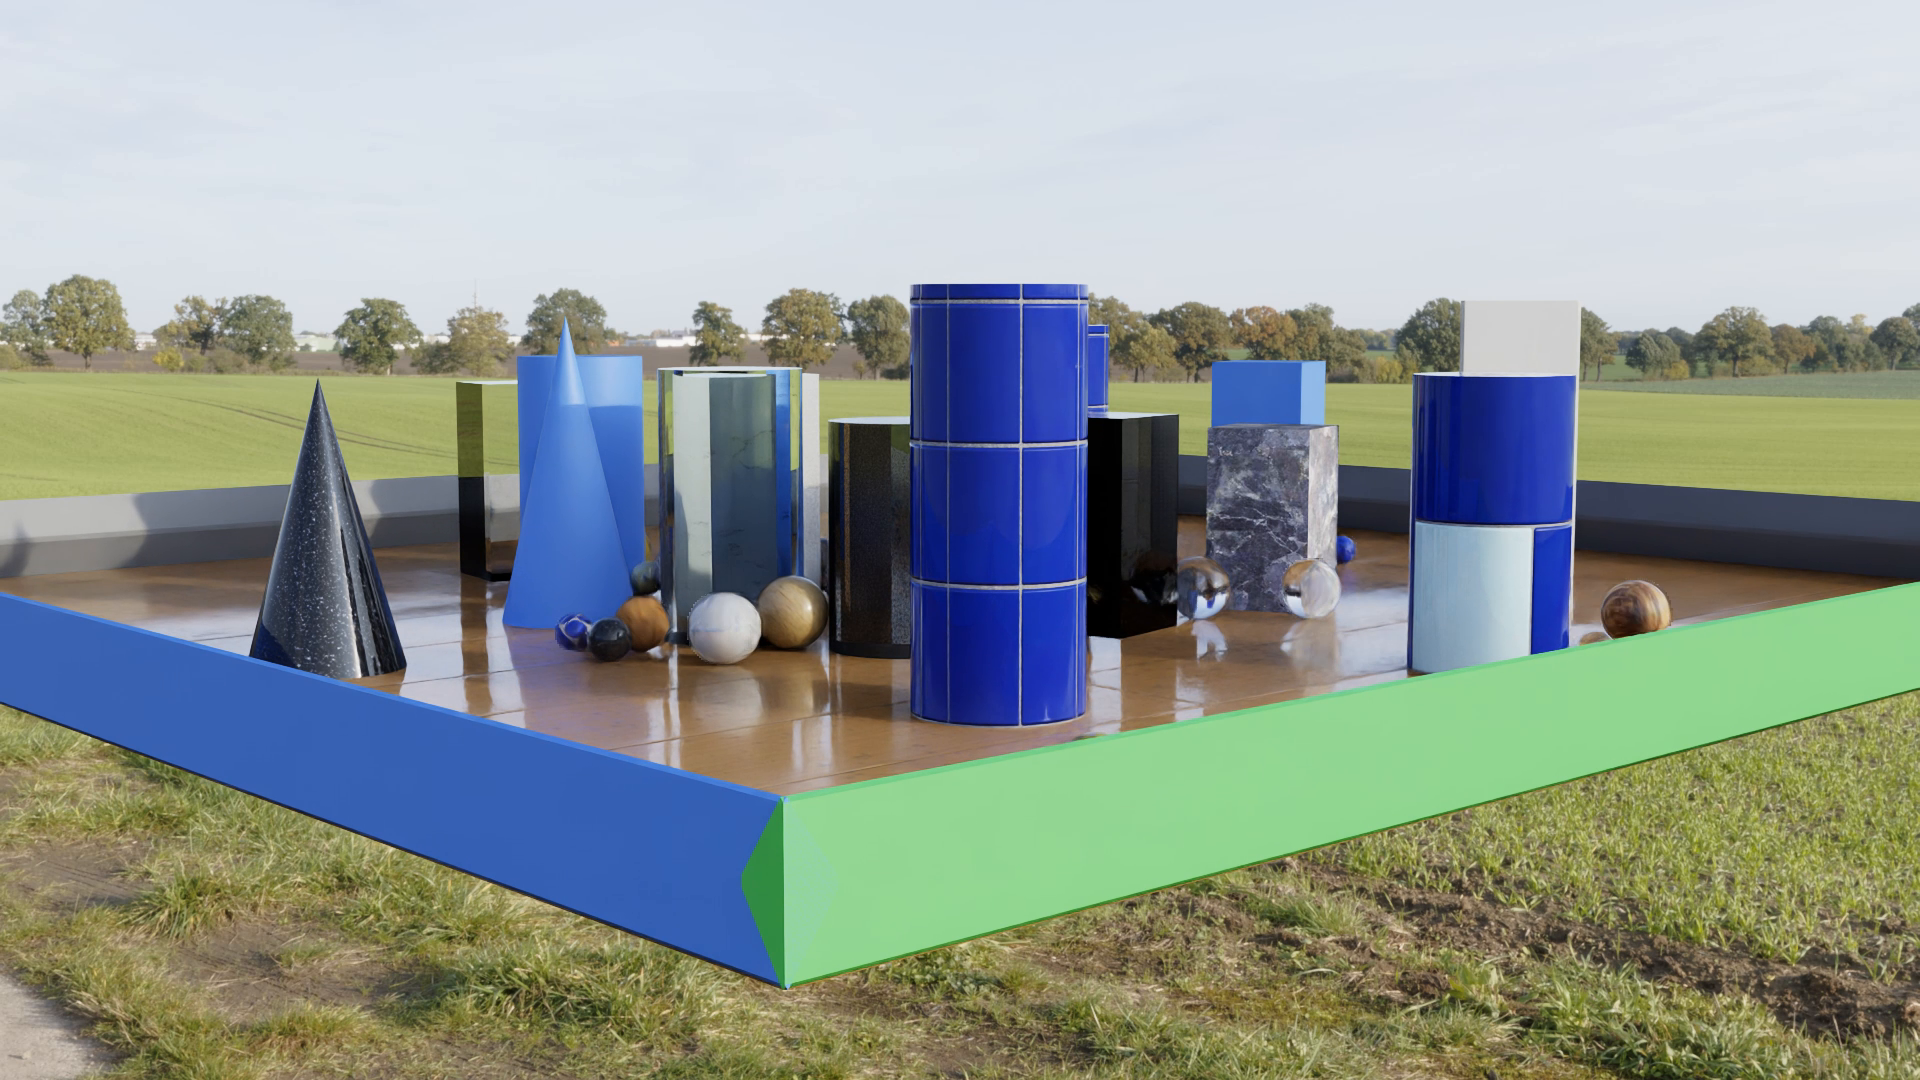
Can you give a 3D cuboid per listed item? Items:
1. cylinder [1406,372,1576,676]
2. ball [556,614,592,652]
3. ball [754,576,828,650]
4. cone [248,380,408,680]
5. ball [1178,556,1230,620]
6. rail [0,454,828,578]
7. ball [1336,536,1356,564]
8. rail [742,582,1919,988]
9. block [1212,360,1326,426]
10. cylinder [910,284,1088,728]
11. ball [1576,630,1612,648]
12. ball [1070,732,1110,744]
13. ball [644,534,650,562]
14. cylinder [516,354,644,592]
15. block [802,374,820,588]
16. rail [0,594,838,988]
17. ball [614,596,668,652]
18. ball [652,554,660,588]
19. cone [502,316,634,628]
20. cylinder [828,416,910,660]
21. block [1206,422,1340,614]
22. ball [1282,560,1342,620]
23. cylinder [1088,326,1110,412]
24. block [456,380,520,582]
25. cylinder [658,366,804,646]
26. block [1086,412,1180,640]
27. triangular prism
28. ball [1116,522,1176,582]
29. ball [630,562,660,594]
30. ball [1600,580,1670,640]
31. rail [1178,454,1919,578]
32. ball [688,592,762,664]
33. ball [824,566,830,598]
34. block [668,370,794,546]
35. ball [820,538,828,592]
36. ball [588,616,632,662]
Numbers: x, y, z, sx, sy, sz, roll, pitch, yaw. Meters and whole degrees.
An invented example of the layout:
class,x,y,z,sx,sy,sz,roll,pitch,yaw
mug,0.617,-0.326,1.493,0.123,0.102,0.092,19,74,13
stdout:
class,x,y,z,sx,sy,sz,roll,pitch,yaw
cylinder,0.656,-0.022,2.720,0.195,0.365,0.195,0,6,0
ball,-0.502,0.121,2.875,0.049,0.049,0.049,0,6,0
ball,-0.221,0.095,2.889,0.098,0.098,0.098,0,6,0
cone,-0.791,-0.021,2.728,0.195,0.362,0.195,0,6,0
ball,0.345,0.069,3.173,0.090,0.090,0.090,0,6,0
rail,-0.881,-0.066,4.282,2.754,0.127,0.045,-5,8,-42
ball,0.669,0.017,3.859,0.050,0.050,0.050,0,6,0
rail,0.881,0.132,2.382,2.754,0.127,0.045,-5,8,-42
block,0.532,-0.130,3.799,0.156,0.356,0.156,3,7,24
cylinder,0.042,-0.044,2.420,0.195,0.471,0.195,0,6,0
ball,0.791,0.137,2.735,0.047,0.047,0.047,0,6,0
ball,0.123,0.206,1.998,0.064,0.064,0.064,0,6,0
ball,-0.560,0.018,3.647,0.094,0.094,0.094,0,6,0
cylinder,-0.601,-0.106,3.494,0.195,0.372,0.195,0,6,0
block,-0.320,-0.074,3.294,0.156,0.349,0.156,-6,8,-43
rail,-0.995,0.129,2.419,0.045,0.127,2.646,-5,8,-42
ball,-0.417,0.110,2.871,0.072,0.072,0.072,0,6,0
ball,-0.431,0.048,3.393,0.085,0.085,0.085,0,6,0
cone,-0.562,-0.103,3.152,0.195,0.436,0.195,0,6,0
cylinder,-0.076,-0.007,2.893,0.195,0.301,0.195,0,6,0
block,0.471,-0.036,3.313,0.156,0.270,0.156,3,7,25
ball,0.507,0.071,3.172,0.086,0.086,0.086,0,6,0
cylinder,0.181,-0.196,4.140,0.195,0.415,0.195,0,6,0
block,-0.743,-0.103,3.699,0.156,0.324,0.156,-4,7,-31
cylinder,-0.310,-0.050,2.990,0.195,0.365,0.195,0,6,0
block,0.198,-0.026,3.075,0.156,0.299,0.156,4,7,34
triangular prism,0.831,-0.131,3.318,0.169,0.458,0.146,1,6,7
ball,0.306,0.019,3.617,0.096,0.096,0.096,0,6,0
ball,-0.490,0.060,3.449,0.052,0.052,0.052,0,6,0
ball,0.893,0.097,2.909,0.089,0.089,0.089,0,6,0
rail,0.995,-0.063,4.245,0.045,0.127,2.646,-5,8,-42
ball,-0.295,0.111,2.766,0.091,0.091,0.091,0,6,0
ball,-0.159,0.059,3.273,0.089,0.089,0.089,0,6,0
block,-0.400,-0.127,3.856,0.156,0.337,0.156,-5,8,-41
ball,-0.224,0.039,3.481,0.085,0.085,0.085,0,6,0
ball,-0.444,0.126,2.790,0.057,0.057,0.057,0,6,0
